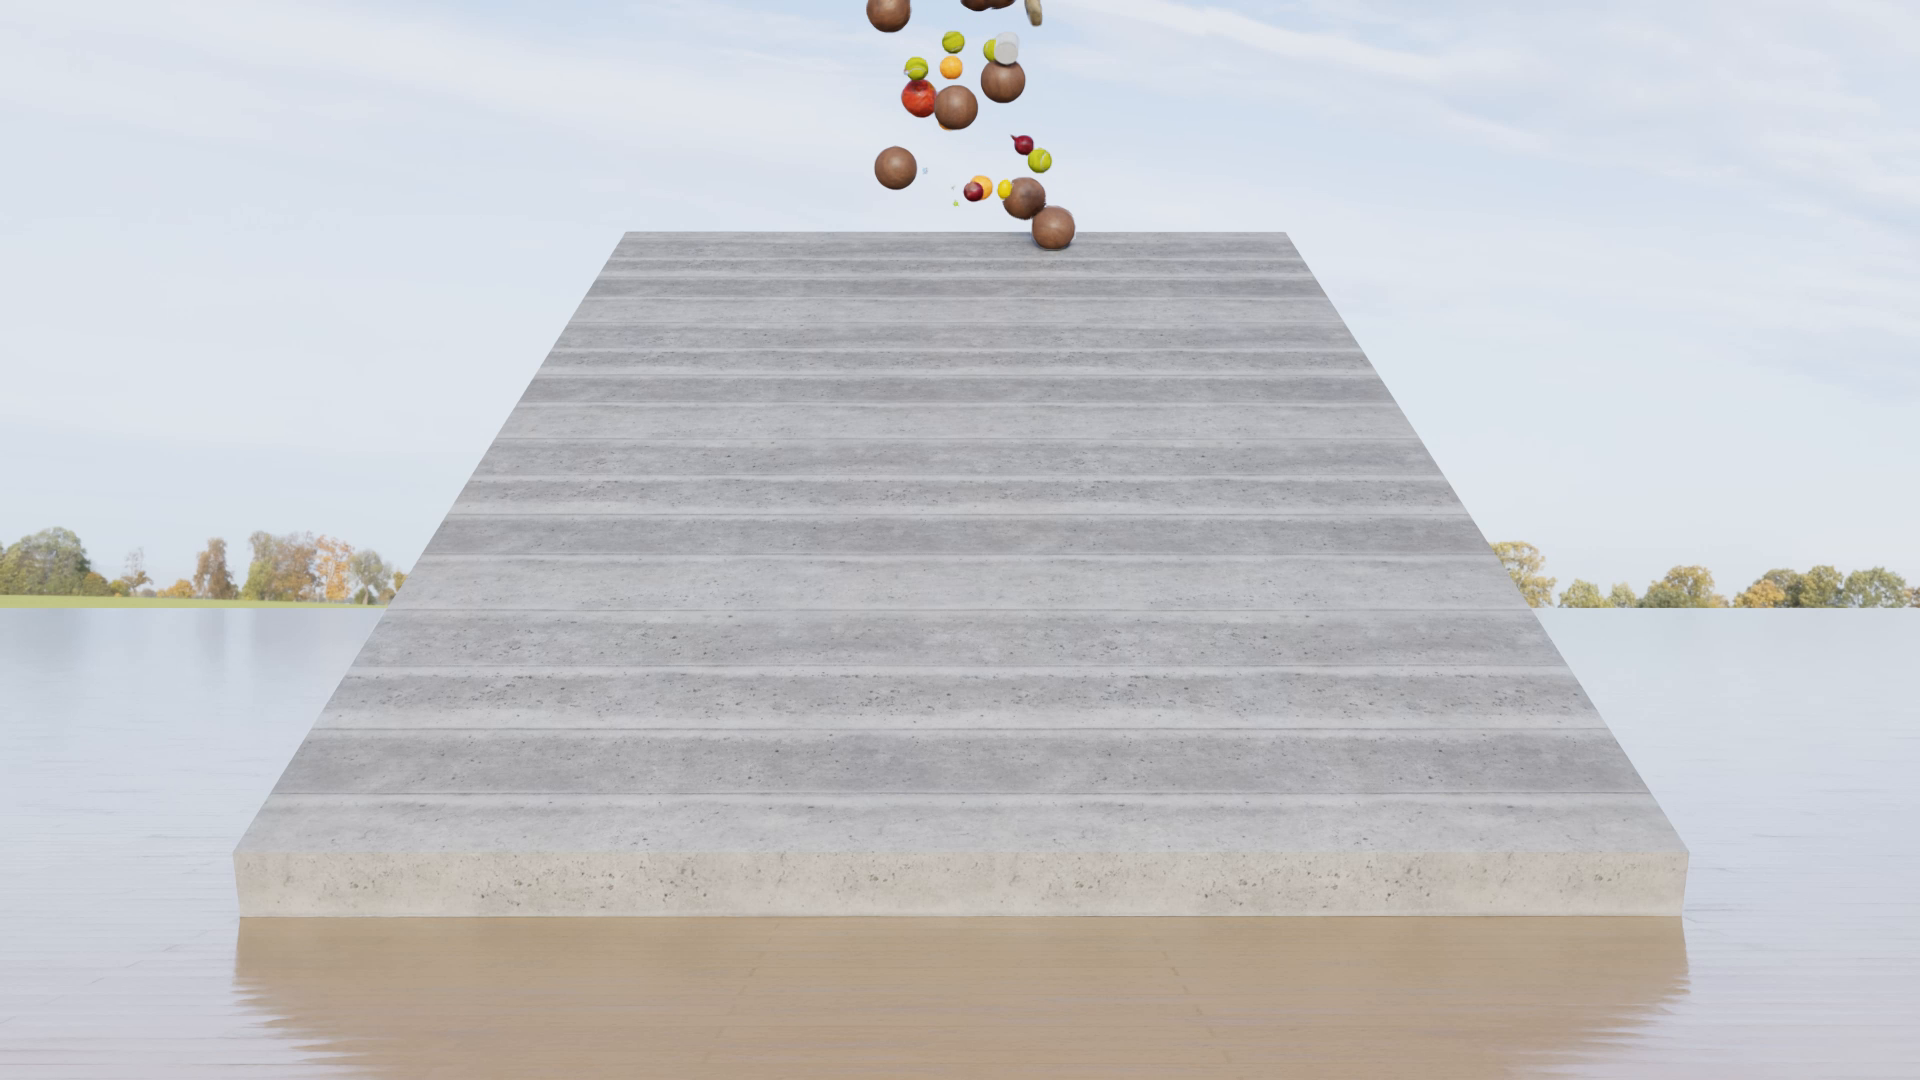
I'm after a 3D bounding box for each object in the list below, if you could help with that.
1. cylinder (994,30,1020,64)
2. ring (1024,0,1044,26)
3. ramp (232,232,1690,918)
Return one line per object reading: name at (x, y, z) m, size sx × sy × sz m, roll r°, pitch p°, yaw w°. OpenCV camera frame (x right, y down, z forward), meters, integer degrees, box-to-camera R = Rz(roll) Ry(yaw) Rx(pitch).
cylinder at (0.132, -1.384, 6.368) m, size 0.069 × 0.069 × 0.069 m, roll 0°, pitch 37°, yaw 6°
ring at (0.215, -1.573, 6.674) m, size 0.041 × 0.123 × 0.123 m, roll -13°, pitch -2°, yaw 0°
ramp at (-0.005, -0.206, 5.007) m, size 2.000 × 0.100 × 4.000 m, roll 0°, pitch 20°, yaw 0°
